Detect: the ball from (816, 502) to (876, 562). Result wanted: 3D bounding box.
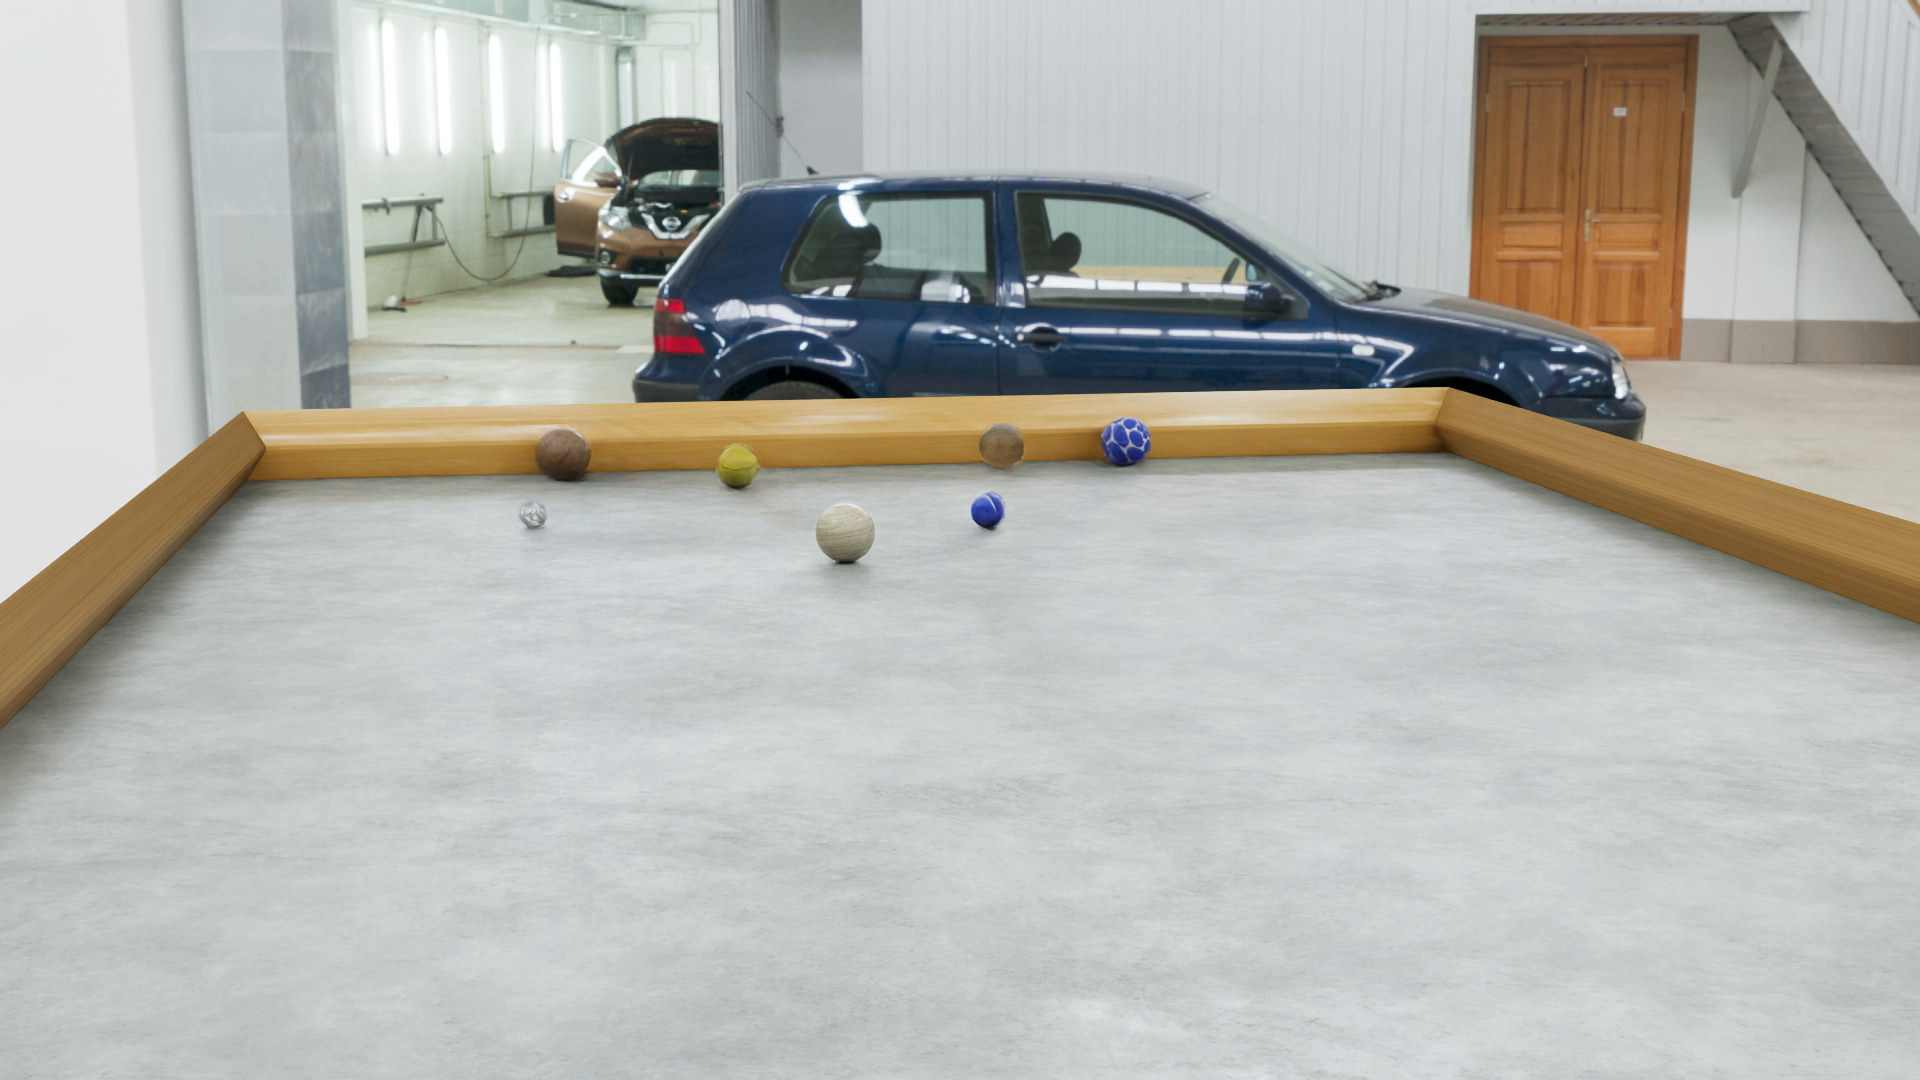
[{"bbox_3d":[-0.173,-0.011,3.312,0.090,0.090,0.090,0,10,0],"label":"ball"}]

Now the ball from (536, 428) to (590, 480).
[{"bbox_3d":[-0.738,-0.160,4.100,0.099,0.099,0.099,0,10,0],"label":"ball"}]

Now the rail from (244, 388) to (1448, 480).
[{"bbox_3d":[-0.166,-0.207,4.267,2.362,0.129,0.045,-2,11,-9],"label":"rail"}]

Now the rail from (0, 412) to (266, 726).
[{"bbox_3d":[-0.971,0.190,2.097,0.045,0.129,4.134,-2,11,-9],"label":"rail"}]

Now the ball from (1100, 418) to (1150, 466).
[{"bbox_3d":[0.322,-0.192,4.283,0.095,0.095,0.095,0,10,0],"label":"ball"}]

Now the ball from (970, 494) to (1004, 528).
[{"bbox_3d":[0.045,-0.049,3.611,0.056,0.056,0.056,0,10,0],"label":"ball"}]

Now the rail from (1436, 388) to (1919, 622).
[{"bbox_3d":[1.312,0.122,2.472,0.045,0.129,4.134,-2,11,-9],"label":"rail"}]

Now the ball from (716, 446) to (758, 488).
[{"bbox_3d":[-0.406,-0.133,4.009,0.077,0.077,0.077,0,10,0],"label":"ball"}]

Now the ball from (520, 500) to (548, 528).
[{"bbox_3d":[-0.700,-0.042,3.607,0.044,0.044,0.044,0,10,0],"label":"ball"}]

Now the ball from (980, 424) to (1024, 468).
[{"bbox_3d":[0.081,-0.180,4.244,0.086,0.086,0.086,0,10,0],"label":"ball"}]
